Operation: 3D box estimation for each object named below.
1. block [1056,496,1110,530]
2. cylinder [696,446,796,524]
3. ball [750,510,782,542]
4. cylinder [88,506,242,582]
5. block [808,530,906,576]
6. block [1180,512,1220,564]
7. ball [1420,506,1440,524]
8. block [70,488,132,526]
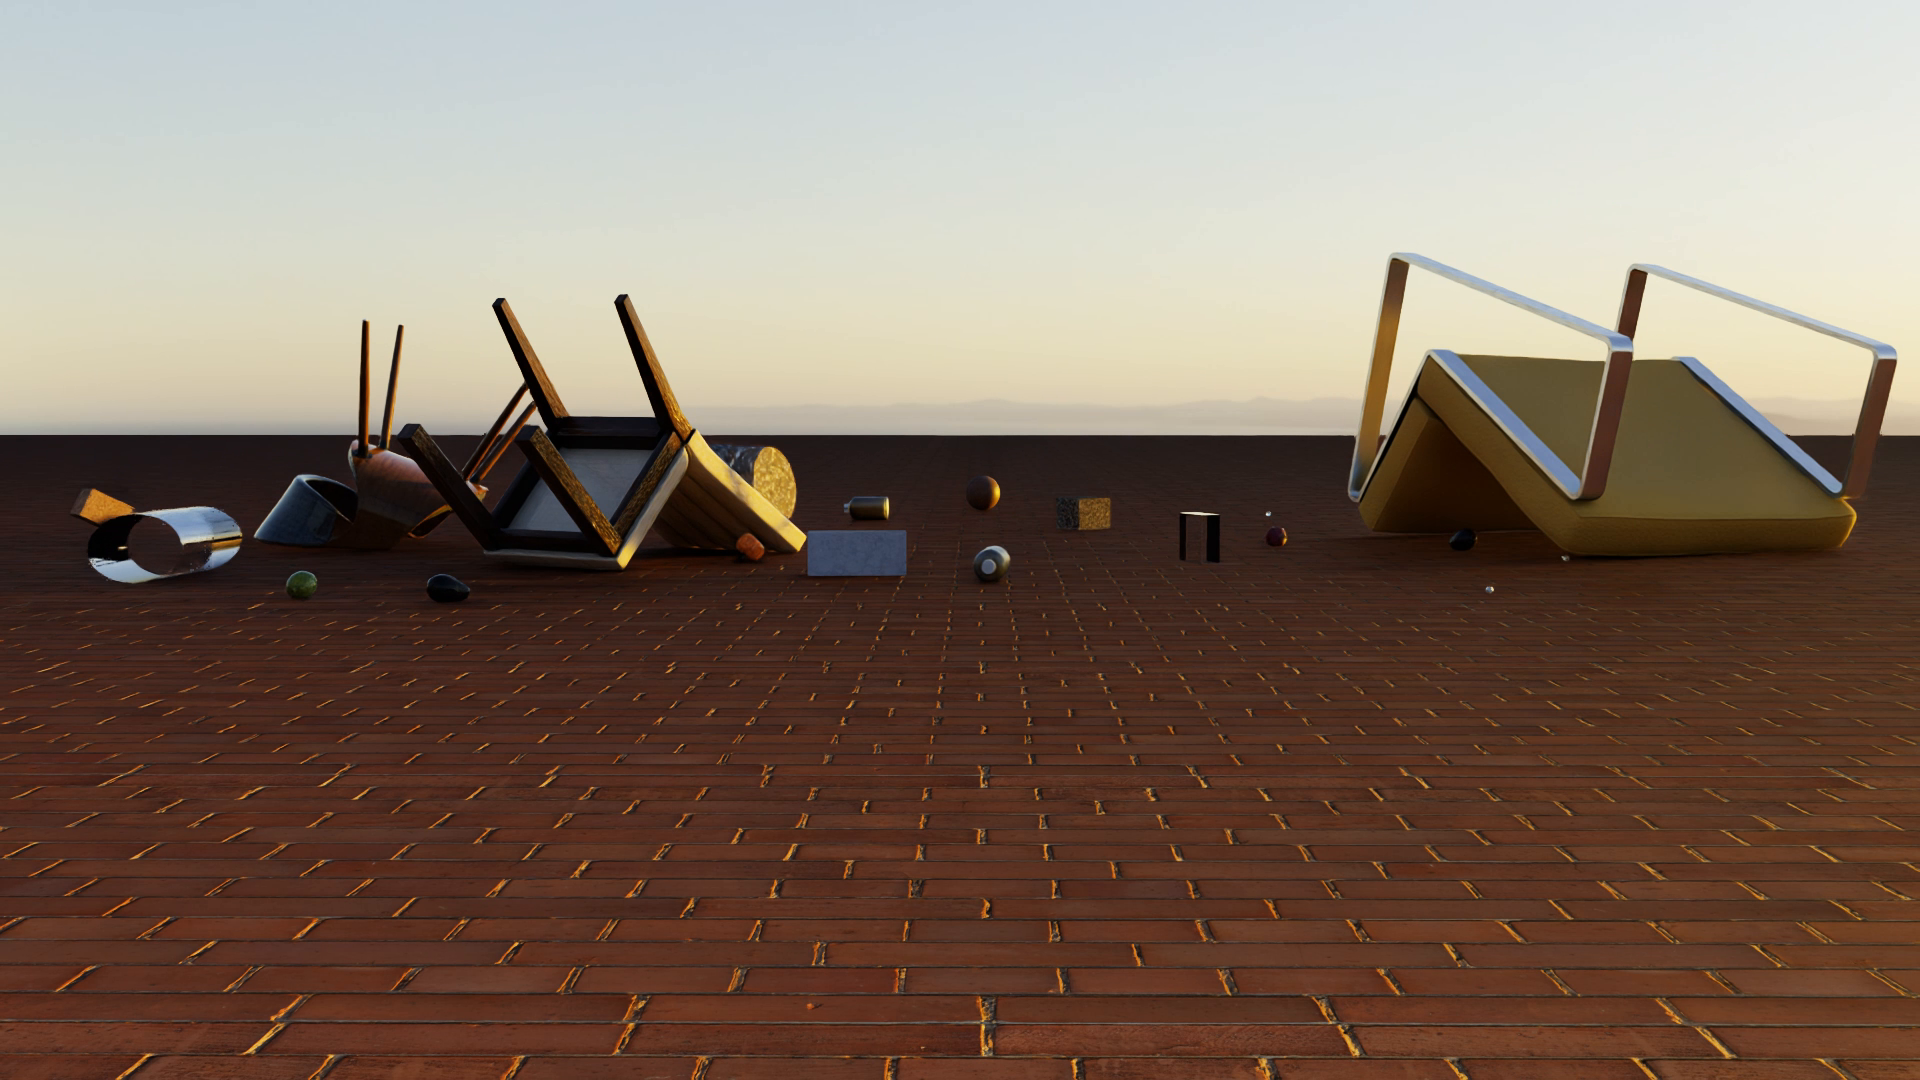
[{"bbox_3d":[0.397,-0.087,7.082,0.132,0.099,0.109,-3,5,-38],"label":"block"},{"bbox_3d":[-0.723,-0.188,7.404,0.171,0.263,0.316,-24,19,-40],"label":"cylinder"},{"bbox_3d":[-0.571,-0.042,6.473,0.093,0.093,0.093,0,4,0],"label":"ball"},{"bbox_3d":[-1.893,0.009,5.245,0.230,0.160,0.318,-5,3,7],"label":"cylinder"},{"bbox_3d":[-0.250,0.031,5.345,0.238,0.103,0.098,0,4,-3],"label":"block"},{"bbox_3d":[0.624,-0.006,5.731,0.054,0.124,0.120,-2,4,-22],"label":"block"},{"bbox_3d":[1.561,-0.084,7.312,0.064,0.064,0.064,0,4,0],"label":"ball"},{"bbox_3d":[-2.657,-0.090,6.806,0.088,0.091,0.139,4,-21,48],"label":"block"}]
